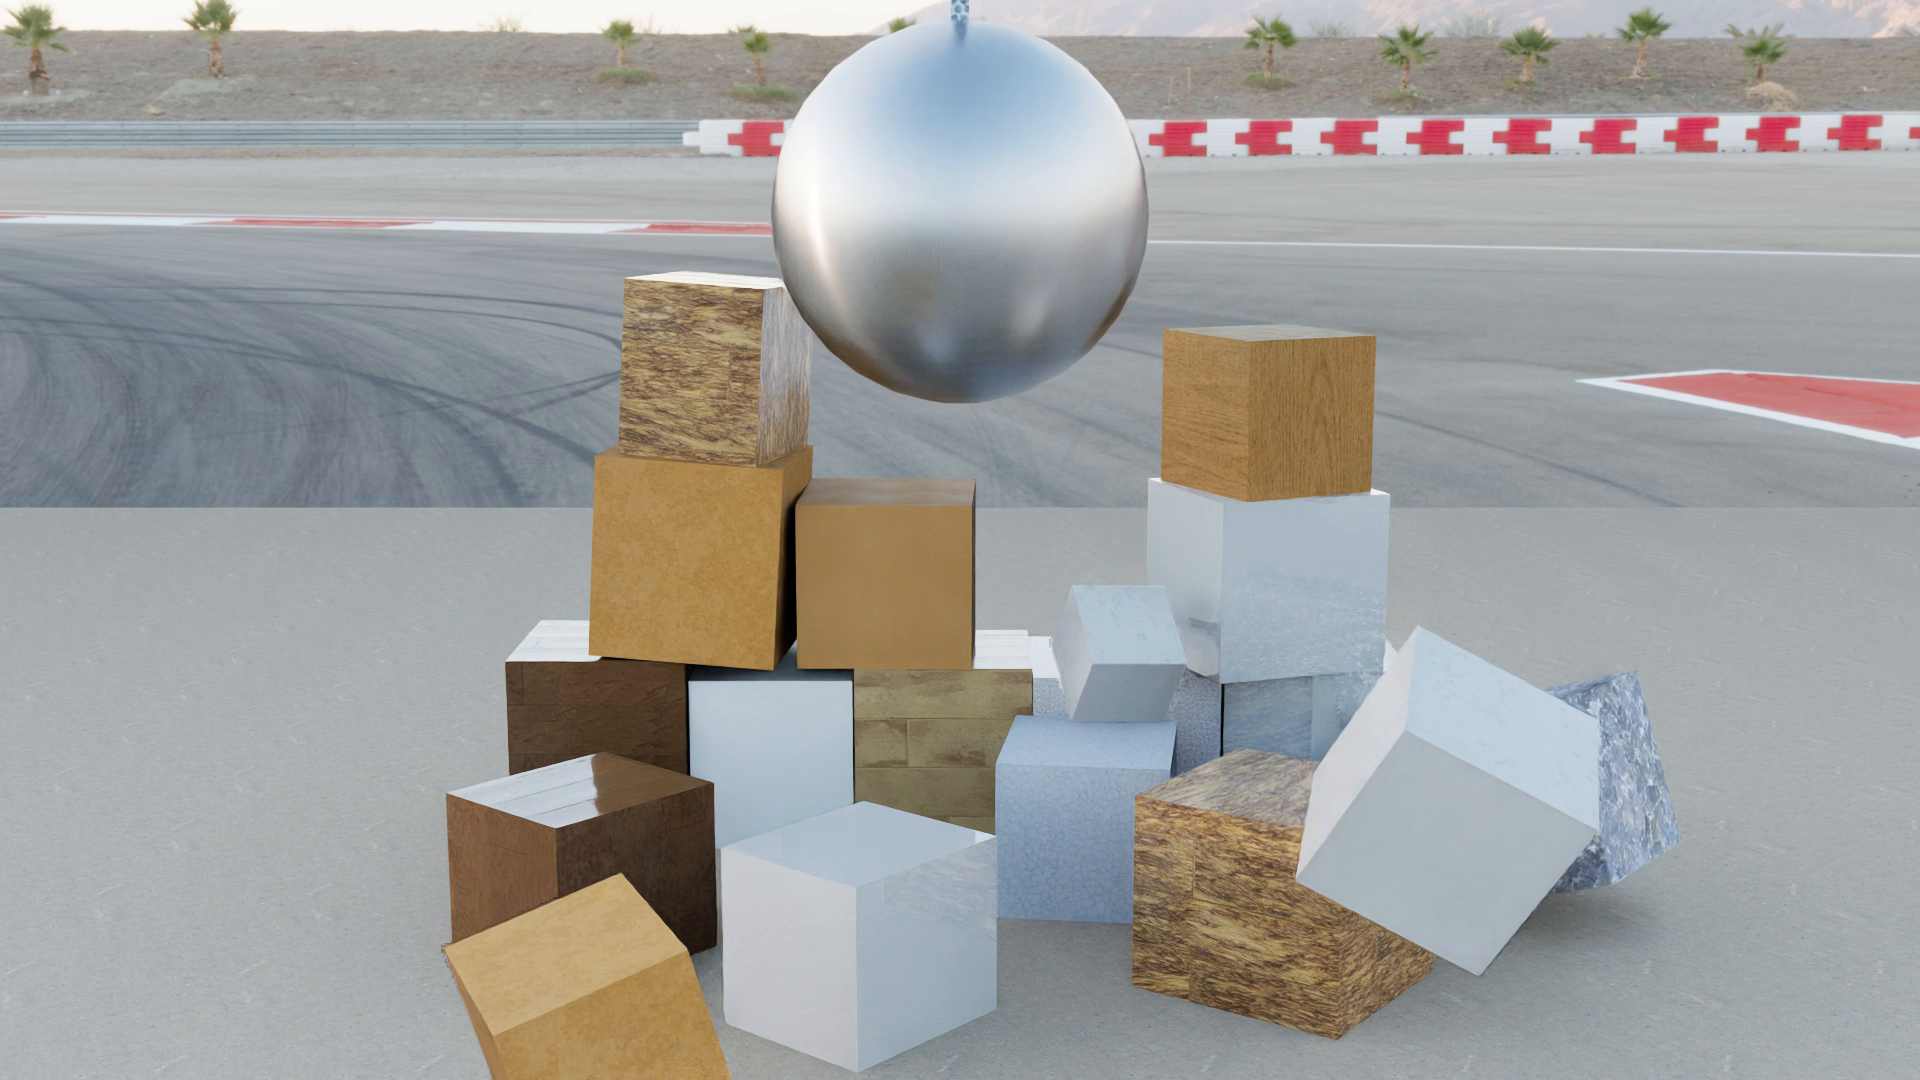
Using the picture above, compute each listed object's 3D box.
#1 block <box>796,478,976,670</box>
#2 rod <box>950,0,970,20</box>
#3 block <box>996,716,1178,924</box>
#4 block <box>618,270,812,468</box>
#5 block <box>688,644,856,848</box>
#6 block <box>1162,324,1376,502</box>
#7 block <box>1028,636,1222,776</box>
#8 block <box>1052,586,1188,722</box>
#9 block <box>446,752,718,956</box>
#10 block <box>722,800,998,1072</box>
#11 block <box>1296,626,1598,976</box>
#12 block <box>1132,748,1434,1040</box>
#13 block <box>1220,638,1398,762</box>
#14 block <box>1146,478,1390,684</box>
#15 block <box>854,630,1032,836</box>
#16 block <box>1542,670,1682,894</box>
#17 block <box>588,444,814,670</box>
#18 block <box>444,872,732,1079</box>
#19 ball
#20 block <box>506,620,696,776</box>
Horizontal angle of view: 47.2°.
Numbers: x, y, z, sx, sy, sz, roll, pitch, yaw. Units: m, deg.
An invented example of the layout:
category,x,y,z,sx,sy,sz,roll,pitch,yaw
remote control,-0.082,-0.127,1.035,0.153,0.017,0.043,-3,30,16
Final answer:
category,x,y,z,sx,sy,sz,roll,pitch,yaw
block,-0.360,0.156,11.192,0.860,0.816,0.875,0,10,2
rod,0.000,-4.766,9.608,0.080,5.200,0.080,0,-5,0
block,0.608,1.302,10.367,0.786,0.730,0.854,1,10,8
block,-1.207,-0.874,11.010,0.710,0.857,0.815,6,11,13
block,-0.939,1.052,11.368,0.813,0.864,0.812,0,10,0
block,1.524,-0.650,10.946,0.730,0.769,0.780,-5,11,-26
block,0.827,1.037,11.370,0.929,0.892,0.915,0,10,0
block,0.760,0.547,10.607,0.467,0.432,0.491,1,47,-15
block,-1.638,1.438,9.569,0.749,0.747,0.865,9,14,41
block,-0.400,1.570,8.866,0.738,0.738,0.826,9,14,40
block,1.839,0.978,8.290,0.776,0.809,0.714,28,33,-1
block,1.372,1.451,9.249,0.948,0.835,0.903,7,13,36
block,1.776,1.024,11.370,0.933,0.917,0.853,0,10,0
block,1.534,0.162,11.086,0.905,0.880,0.856,-4,11,-20
block,-0.084,1.018,11.350,0.880,0.936,0.865,0,10,0
block,2.653,1.149,10.148,0.875,0.821,0.921,-16,-4,36
block,-1.298,0.035,11.158,0.921,0.992,0.935,4,10,4
block,-1.252,1.727,7.542,0.669,0.744,0.837,-22,17,-19
ball,0.000,-1.379,9.300,1.600,1.600,1.600,0,10,0
block,-1.798,0.994,11.373,0.883,0.976,0.937,0,10,0
